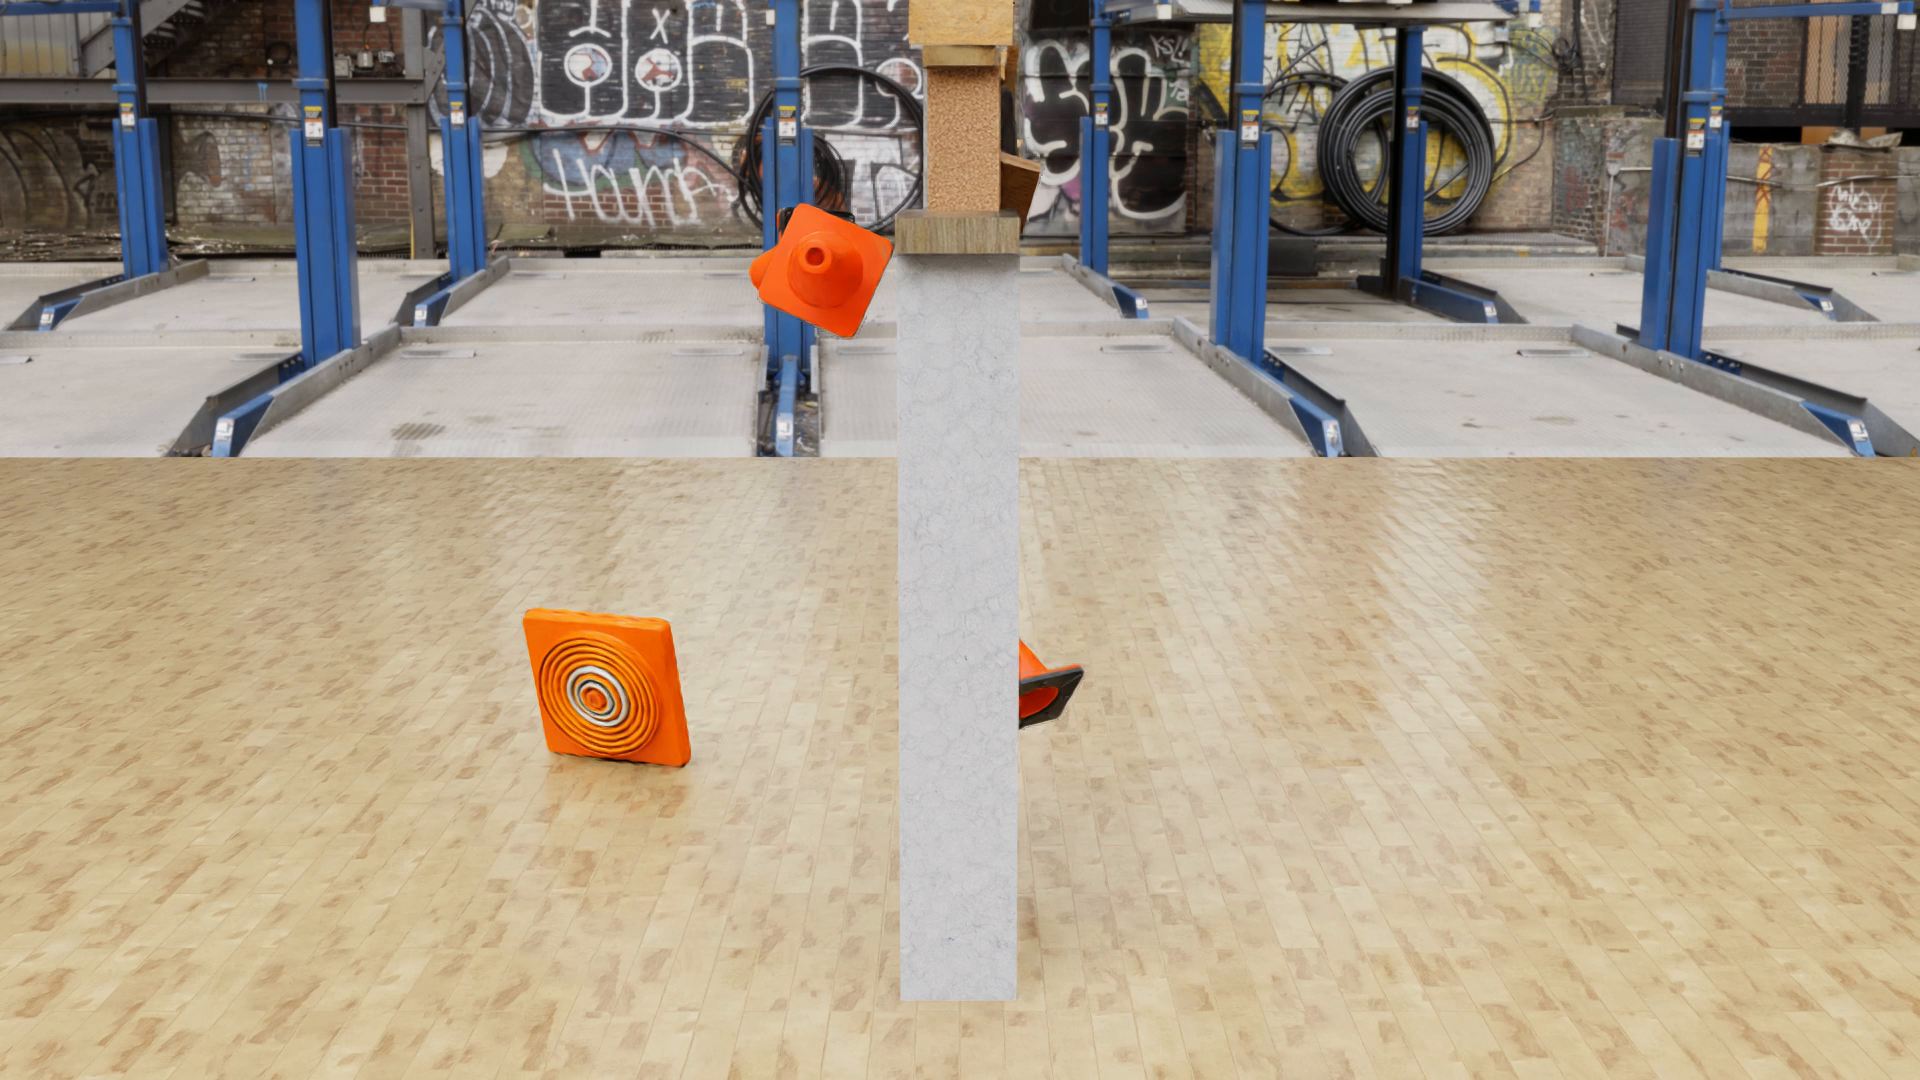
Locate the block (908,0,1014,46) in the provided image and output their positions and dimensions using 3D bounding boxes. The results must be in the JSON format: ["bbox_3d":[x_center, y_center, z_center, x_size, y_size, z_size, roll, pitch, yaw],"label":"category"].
[{"bbox_3d":[0.004,-0.863,3.151,0.149,0.299,0.042,2,13,4],"label":"block"}]

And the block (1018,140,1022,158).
[{"bbox_3d":[0.062,-0.597,3.605,0.073,0.146,0.021,8,-26,-11],"label":"block"}]

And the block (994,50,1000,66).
[{"bbox_3d":[0.020,-0.701,3.463,0.075,0.150,0.021,4,1,-9],"label":"block"}]

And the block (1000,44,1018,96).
[{"bbox_3d":[0.030,-0.359,3.761,0.066,0.961,0.019,4,12,-1],"label":"block"}]

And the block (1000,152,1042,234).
[{"bbox_3d":[0.080,-0.553,3.503,0.073,0.021,0.146,16,-34,-1],"label":"block"}]

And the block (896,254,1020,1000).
[{"bbox_3d":[-0.002,0.135,3.144,0.170,1.087,0.048,0,10,0],"label":"block"}]

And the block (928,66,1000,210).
[{"bbox_3d":[0.006,-0.589,3.230,0.104,0.208,0.029,1,11,5],"label":"block"}]

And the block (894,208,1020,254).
[{"bbox_3d":[-0.003,-0.445,3.153,0.170,0.048,0.340,0,11,0],"label":"block"}]

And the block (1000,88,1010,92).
[{"bbox_3d":[0.048,-0.677,3.598,0.066,0.131,0.019,1,-13,-6],"label":"block"}]

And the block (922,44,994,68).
[{"bbox_3d":[-0.003,-0.718,3.271,0.104,0.029,0.208,0,11,0],"label":"block"}]

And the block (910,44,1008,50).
[{"bbox_3d":[-0.001,-0.900,3.348,0.149,0.299,0.042,0,10,0],"label":"block"}]

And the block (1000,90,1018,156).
[{"bbox_3d":[0.054,-0.643,3.557,0.075,0.159,0.021,-6,-8,12],"label":"block"}]

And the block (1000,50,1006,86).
[{"bbox_3d":[0.045,-0.809,3.632,0.066,0.131,0.019,5,-30,0],"label":"block"}]

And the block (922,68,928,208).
[{"bbox_3d":[-0.004,-0.594,3.362,0.104,0.248,0.029,0,11,1],"label":"block"}]
